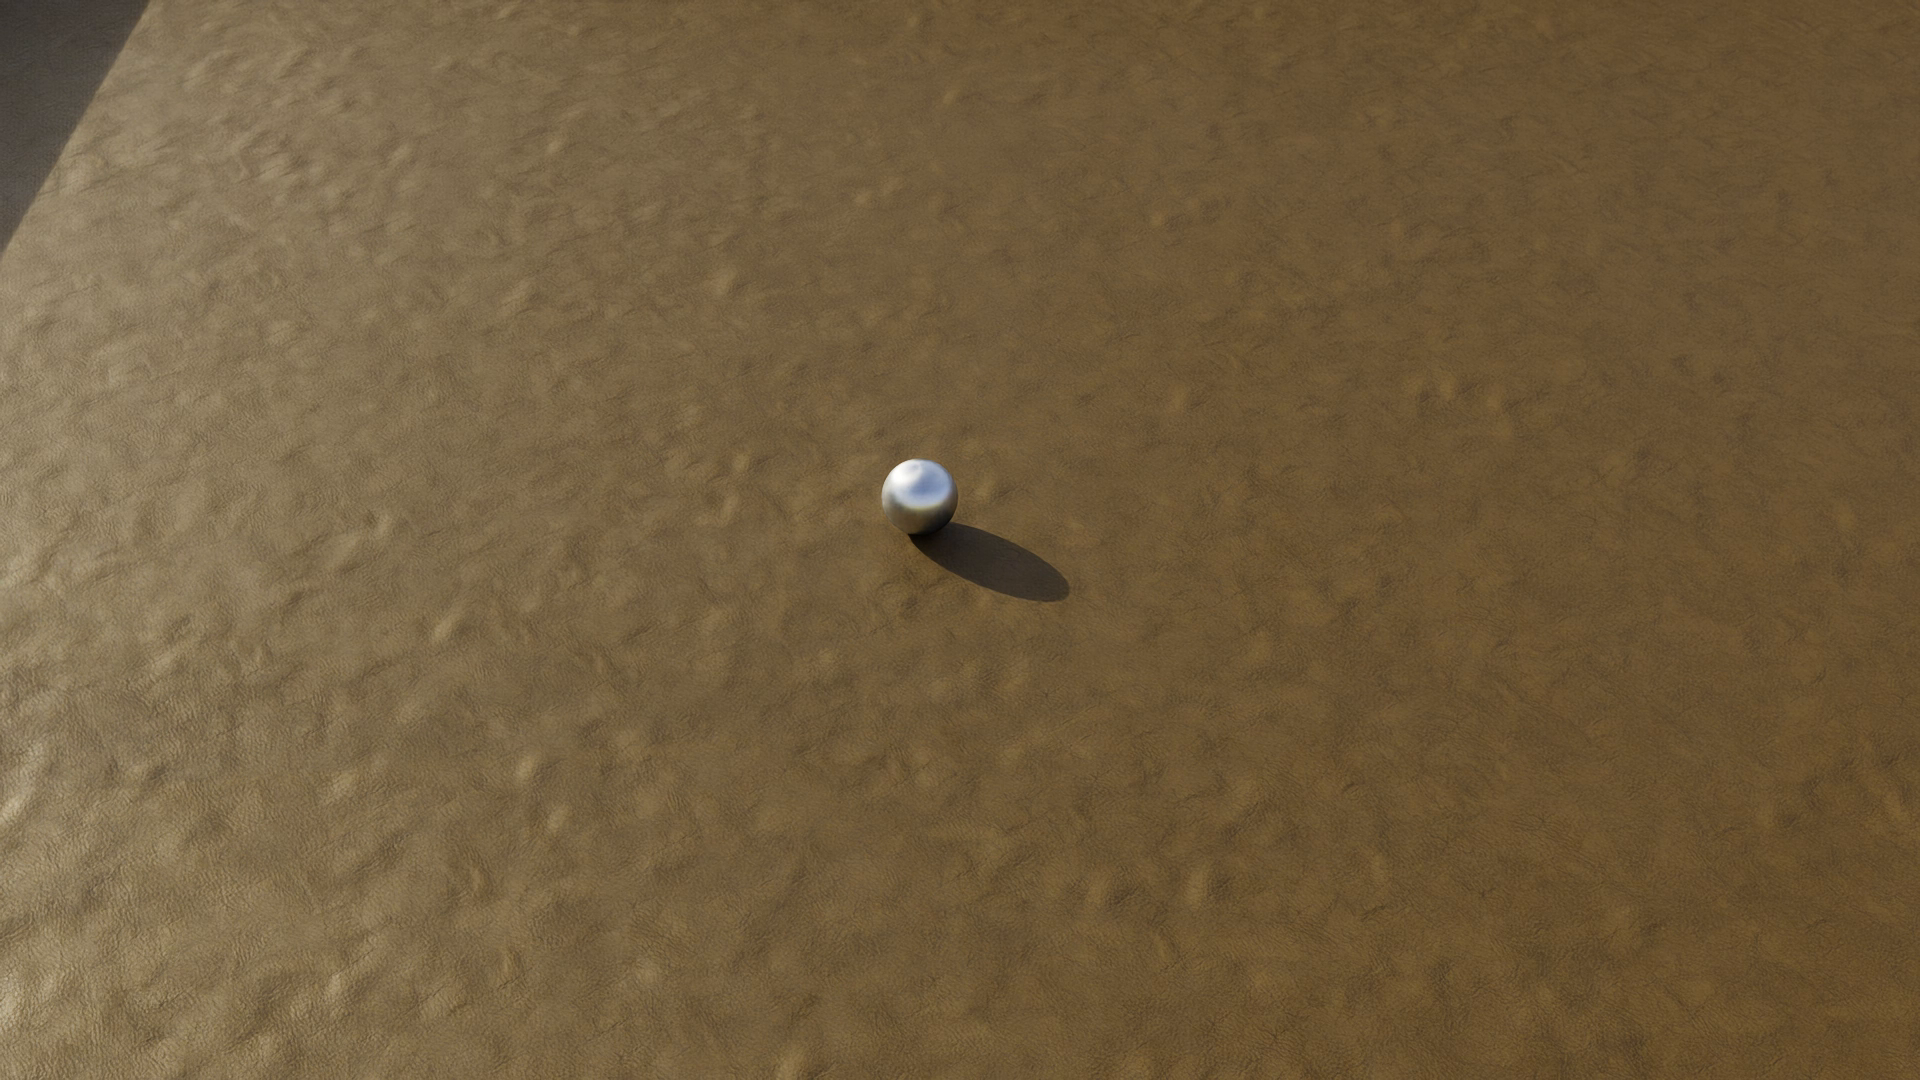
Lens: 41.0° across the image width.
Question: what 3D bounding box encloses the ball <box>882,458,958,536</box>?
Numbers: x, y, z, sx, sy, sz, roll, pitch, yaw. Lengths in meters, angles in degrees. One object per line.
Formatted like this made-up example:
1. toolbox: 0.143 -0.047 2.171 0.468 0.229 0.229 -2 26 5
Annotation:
1. ball: -0.026 -0.028 1.652 0.050 0.050 0.050 0 36 0
